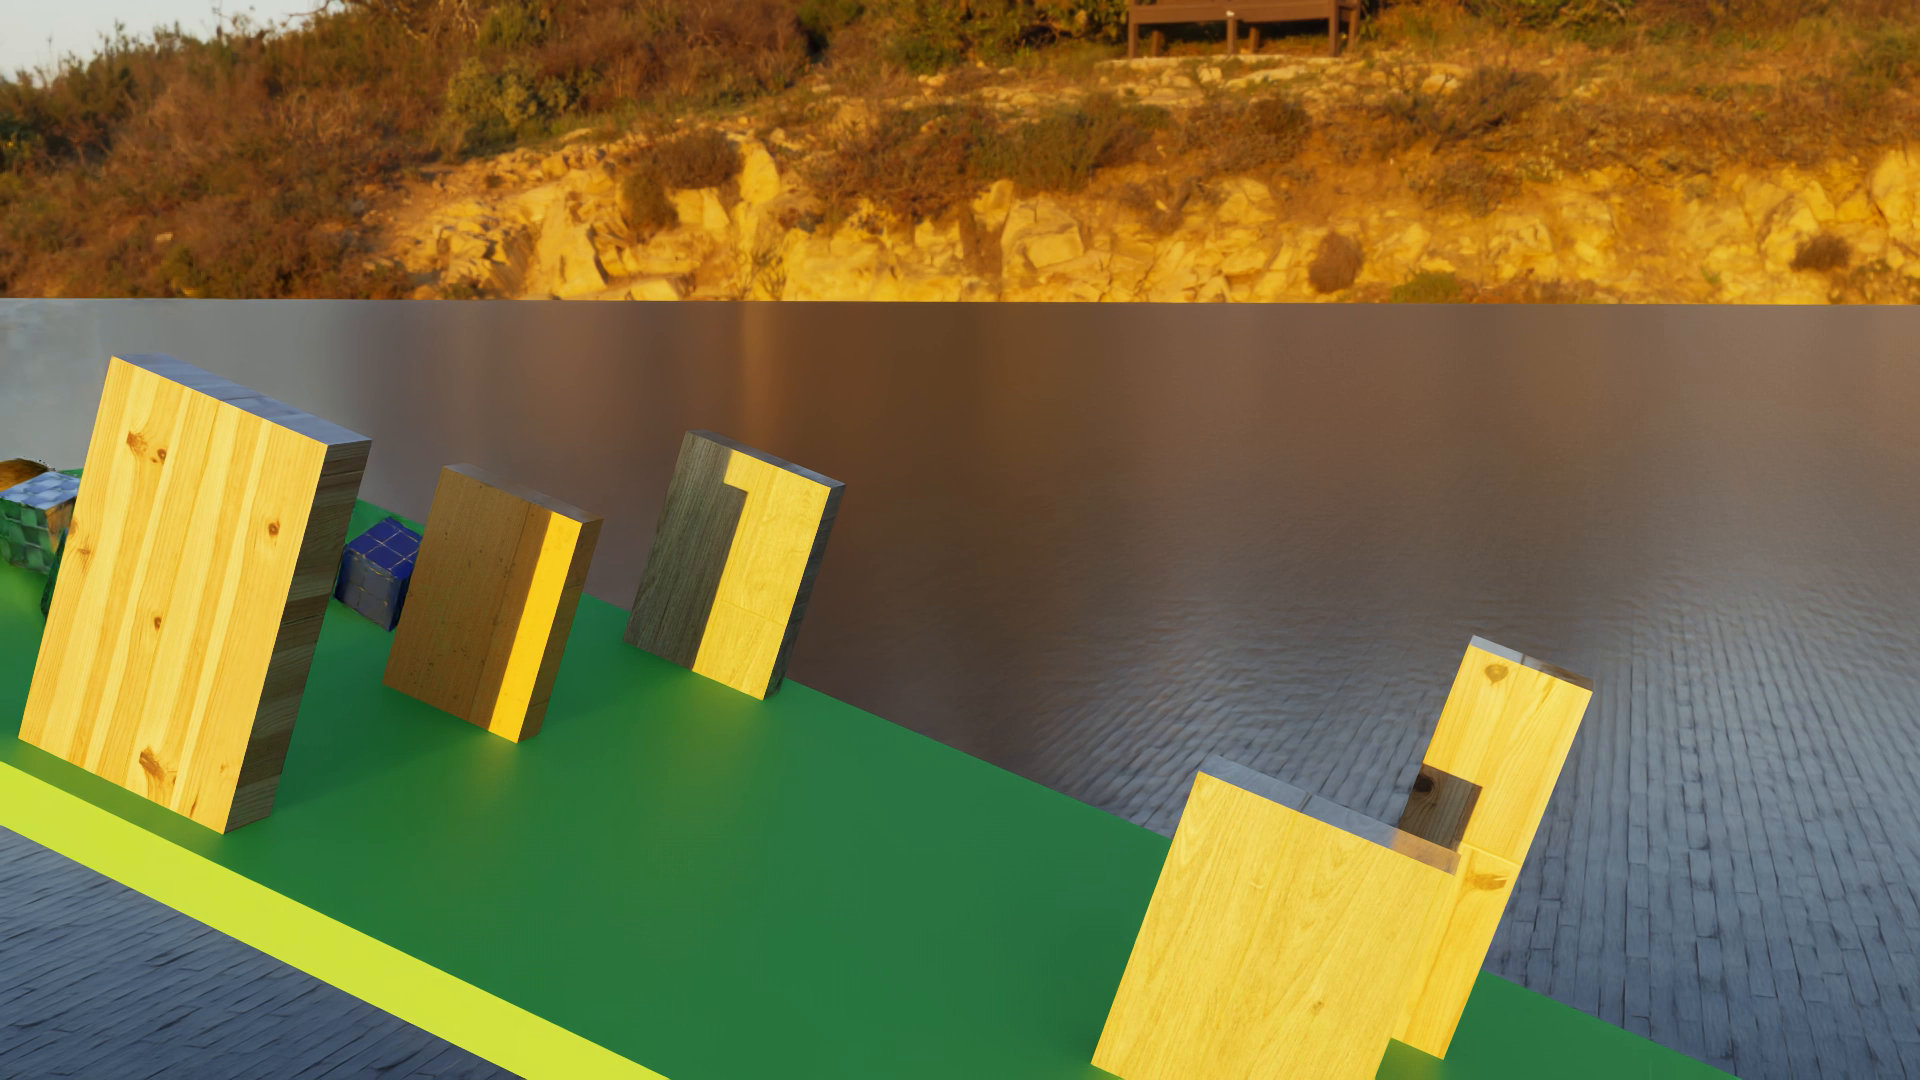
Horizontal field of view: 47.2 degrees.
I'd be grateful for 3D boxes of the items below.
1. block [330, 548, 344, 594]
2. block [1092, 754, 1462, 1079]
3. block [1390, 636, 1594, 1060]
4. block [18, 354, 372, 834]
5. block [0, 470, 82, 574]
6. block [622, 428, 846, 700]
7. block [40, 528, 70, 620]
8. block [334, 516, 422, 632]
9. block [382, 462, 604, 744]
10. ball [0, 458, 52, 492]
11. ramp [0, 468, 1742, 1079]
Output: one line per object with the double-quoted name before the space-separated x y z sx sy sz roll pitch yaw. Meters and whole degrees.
"block" -1.423 0.042 4.767 0.109 0.109 0.109 28 15 38
"block" 0.525 0.704 3.679 0.440 0.547 0.137 22 12 14
"block" 0.966 0.595 4.264 0.240 0.780 0.120 22 12 14
"block" -1.235 0.082 3.539 0.407 0.662 0.125 22 12 14
"block" -1.769 -0.033 4.288 0.142 0.142 0.142 13 27 23
"block" -0.523 0.054 5.071 0.370 0.521 0.101 22 12 14
"block" -1.577 0.101 4.074 0.169 0.169 0.169 8 24 -40
"block" -1.216 0.072 4.684 0.147 0.147 0.147 31 35 10
"block" -0.920 0.121 4.320 0.313 0.461 0.094 22 12 14
"ball" -1.887 -0.073 4.414 0.180 0.180 0.180 0 7 0
"ramp" -0.345 0.640 4.218 4.000 0.100 2.000 22 12 14
